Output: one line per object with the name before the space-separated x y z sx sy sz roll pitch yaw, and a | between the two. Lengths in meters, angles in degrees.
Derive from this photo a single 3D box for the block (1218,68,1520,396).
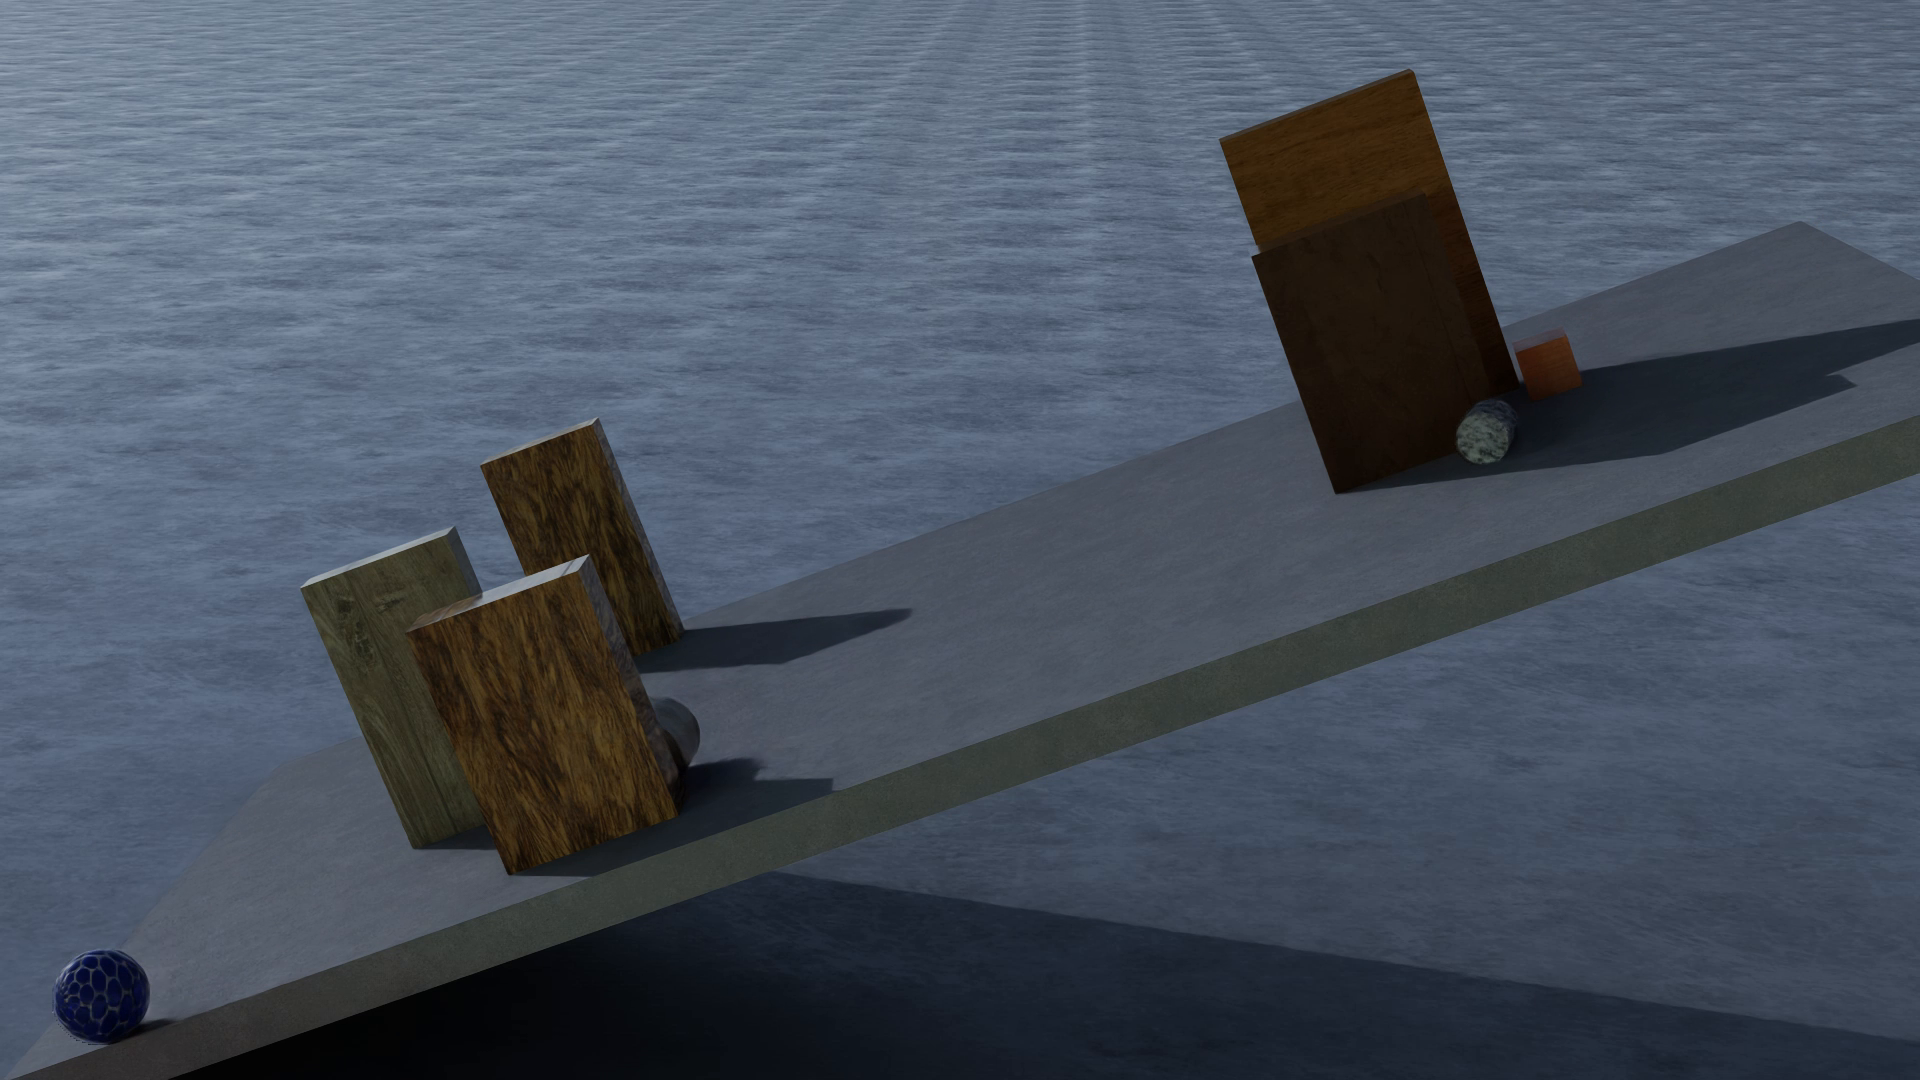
block | 0.895 -0.604 6.427 0.436 0.730 0.088 -20 12 7

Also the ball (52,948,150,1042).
ball | -1.613 0.856 5.528 0.175 0.175 0.175 0 13 0

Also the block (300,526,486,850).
block | -1.086 0.306 6.072 0.325 0.595 0.086 -20 12 7

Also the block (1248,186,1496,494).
block | 0.865 -0.413 6.104 0.373 0.530 0.127 -20 12 7

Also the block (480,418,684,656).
block | -0.915 0.021 7.151 0.292 0.569 0.096 -20 12 7

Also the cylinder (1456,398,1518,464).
cylinder | 1.063 -0.218 5.924 0.106 0.106 0.106 5 21 21

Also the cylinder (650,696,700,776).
cylinder | -0.611 0.412 5.832 0.162 0.162 0.162 2 15 7

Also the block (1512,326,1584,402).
block | 1.256 -0.377 6.294 0.113 0.113 0.113 -19 12 11

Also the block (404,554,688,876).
block | -0.786 0.335 5.625 0.353 0.510 0.136 -20 12 7

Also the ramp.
ramp | 0.117 0.176 6.296 4.000 0.100 2.000 -20 12 7
